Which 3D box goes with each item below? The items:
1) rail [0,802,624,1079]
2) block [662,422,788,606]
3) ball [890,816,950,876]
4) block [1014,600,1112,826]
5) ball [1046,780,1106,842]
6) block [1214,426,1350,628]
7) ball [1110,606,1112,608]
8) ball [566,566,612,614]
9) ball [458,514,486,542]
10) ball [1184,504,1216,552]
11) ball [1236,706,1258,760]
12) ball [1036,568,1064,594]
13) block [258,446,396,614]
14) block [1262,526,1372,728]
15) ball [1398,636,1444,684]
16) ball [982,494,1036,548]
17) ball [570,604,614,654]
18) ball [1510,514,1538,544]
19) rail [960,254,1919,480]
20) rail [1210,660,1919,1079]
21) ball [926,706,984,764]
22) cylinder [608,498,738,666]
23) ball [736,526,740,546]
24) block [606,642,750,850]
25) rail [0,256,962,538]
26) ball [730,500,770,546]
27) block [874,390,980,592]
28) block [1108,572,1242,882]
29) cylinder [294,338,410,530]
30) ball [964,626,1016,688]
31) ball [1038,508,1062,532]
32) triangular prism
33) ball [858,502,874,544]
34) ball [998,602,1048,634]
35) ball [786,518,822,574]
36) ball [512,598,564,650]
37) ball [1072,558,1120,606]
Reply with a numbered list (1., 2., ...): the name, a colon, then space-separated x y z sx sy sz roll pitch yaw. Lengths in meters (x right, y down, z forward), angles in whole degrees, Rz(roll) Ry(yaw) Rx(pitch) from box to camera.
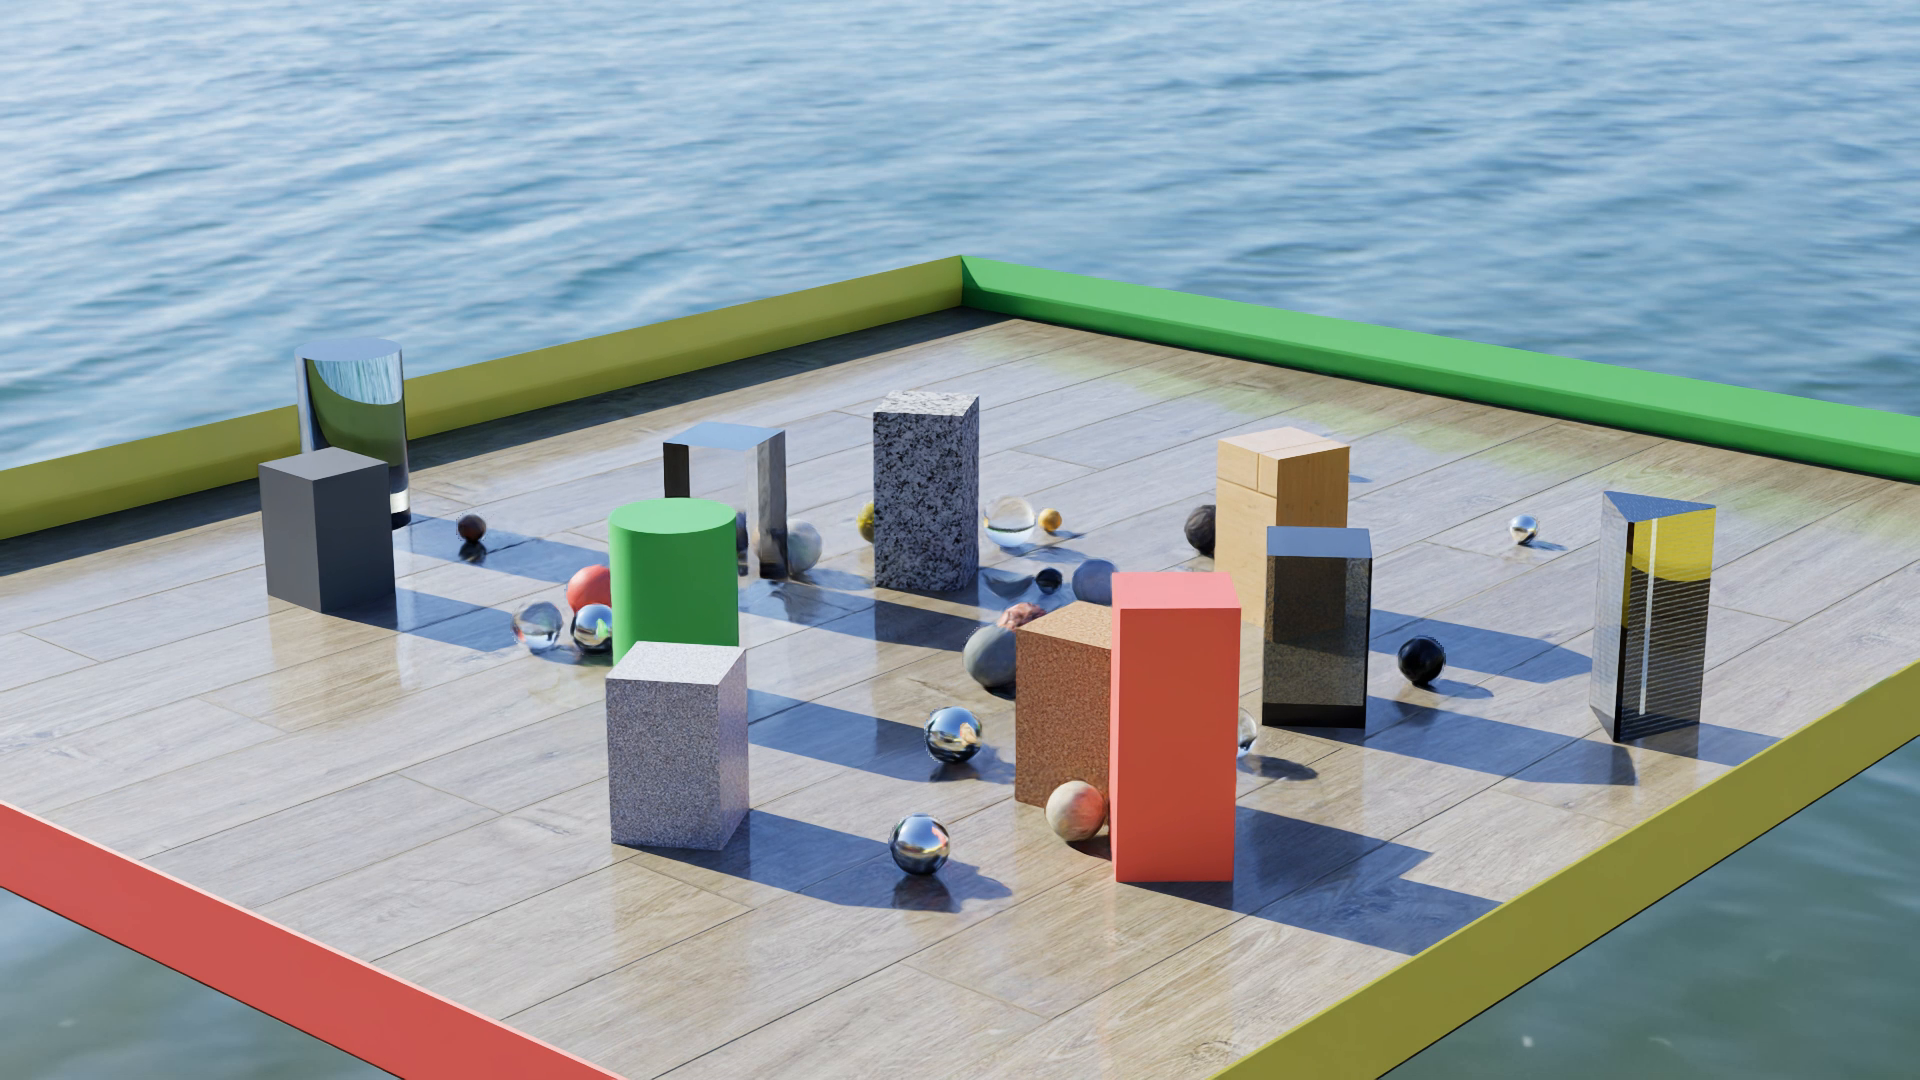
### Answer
1. rail: -1.169 0.421 3.831 3.131 0.128 0.045 14 22 39
2. block: -0.408 -0.047 5.125 0.158 0.279 0.158 7 18 21
3. ball: -0.053 0.411 3.947 0.081 0.081 0.081 0 17 0
4. block: 0.189 0.244 4.189 0.158 0.261 0.158 12 20 34
5. ball: 0.161 0.376 4.061 0.083 0.083 0.083 0 17 0
6. block: 0.547 -0.021 5.001 0.158 0.300 0.158 -11 20 -32
7. ball: 0.275 0.143 4.832 0.084 0.084 0.084 0 17 0
8. ball: -0.619 0.092 4.980 0.097 0.097 0.097 0 17 0
9. ball: -0.905 -0.024 5.440 0.052 0.052 0.052 0 17 0
10. ball: 0.455 -0.021 5.372 0.087 0.087 0.087 0 17 0
11. ball: 0.402 0.286 4.360 0.083 0.083 0.083 0 17 0
12. ball: 0.157 0.071 5.134 0.047 0.047 0.047 0 17 0
13. block: -1.101 -0.019 5.106 0.158 0.237 0.158 15 22 40
14. block: 0.550 0.133 4.536 0.158 0.273 0.158 2 17 5
15. ball: 0.736 0.192 4.687 0.074 0.074 0.074 0 17 0
16. ball: 0.090 -0.035 5.397 0.099 0.099 0.099 0 17 0
17. ball: -0.598 0.146 4.819 0.085 0.085 0.085 0 17 0
18. ball: 1.044 -0.021 5.429 0.053 0.053 0.053 0 17 0
19. rail: 1.169 -0.356 6.409 3.131 0.128 0.045 14 22 39
20. rail: 1.164 0.324 4.152 0.045 0.128 3.613 14 22 39
21. ball: -0.008 0.289 4.344 0.086 0.086 0.086 0 17 0
22. cylinder: -0.445 0.106 4.580 0.197 0.301 0.197 0 17 0
23. ball: -0.439 -0.007 5.350 0.073 0.073 0.073 0 17 0
24. block: -0.392 0.285 4.086 0.158 0.242 0.158 3 17 10
25. rail: -1.164 -0.260 6.088 0.045 0.128 3.613 14 22 39
26. ball: -0.393 -0.032 5.419 0.084 0.084 0.084 0 17 0
27. block: -0.058 -0.088 5.193 0.158 0.319 0.158 3 17 11
28. block: 0.287 0.251 3.952 0.158 0.385 0.158 0 17 -1
29. cylinder: -1.143 -0.196 5.523 0.197 0.335 0.197 0 17 0
30. ball: 0.055 0.185 4.668 0.098 0.098 0.098 0 17 0
31. ball: 0.169 -0.037 5.498 0.044 0.044 0.044 0 17 0
32. triangular prism: 1.027 0.110 4.486 0.171 0.348 0.148 -10 19 -29
33. ball: -0.149 -0.032 5.413 0.081 0.081 0.081 0 17 0
34. ball: 0.107 0.150 4.791 0.094 0.094 0.094 0 17 0
35. ball: -0.295 0.011 5.246 0.098 0.098 0.098 0 17 0
36. ball: -0.698 0.139 4.846 0.084 0.084 0.084 0 17 0
37. ball: 0.237 0.075 5.051 0.087 0.087 0.087 0 17 0
